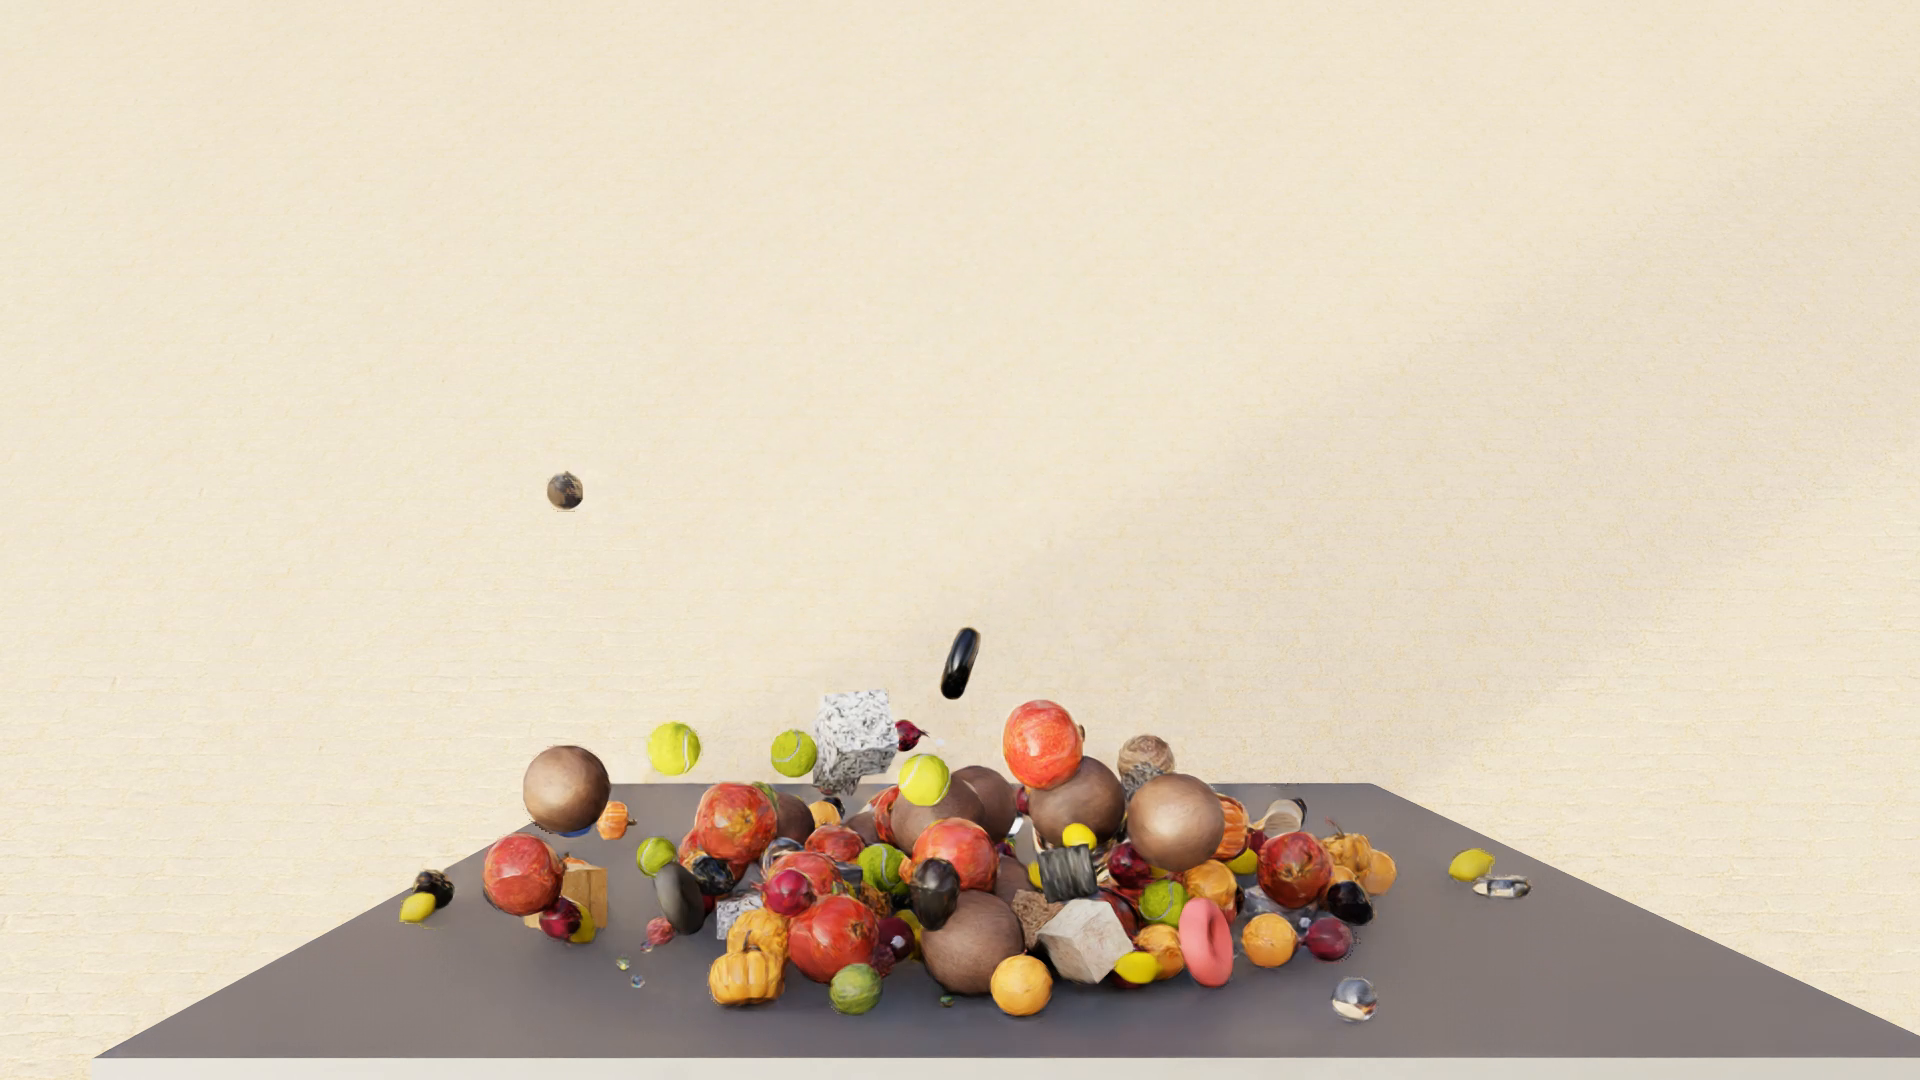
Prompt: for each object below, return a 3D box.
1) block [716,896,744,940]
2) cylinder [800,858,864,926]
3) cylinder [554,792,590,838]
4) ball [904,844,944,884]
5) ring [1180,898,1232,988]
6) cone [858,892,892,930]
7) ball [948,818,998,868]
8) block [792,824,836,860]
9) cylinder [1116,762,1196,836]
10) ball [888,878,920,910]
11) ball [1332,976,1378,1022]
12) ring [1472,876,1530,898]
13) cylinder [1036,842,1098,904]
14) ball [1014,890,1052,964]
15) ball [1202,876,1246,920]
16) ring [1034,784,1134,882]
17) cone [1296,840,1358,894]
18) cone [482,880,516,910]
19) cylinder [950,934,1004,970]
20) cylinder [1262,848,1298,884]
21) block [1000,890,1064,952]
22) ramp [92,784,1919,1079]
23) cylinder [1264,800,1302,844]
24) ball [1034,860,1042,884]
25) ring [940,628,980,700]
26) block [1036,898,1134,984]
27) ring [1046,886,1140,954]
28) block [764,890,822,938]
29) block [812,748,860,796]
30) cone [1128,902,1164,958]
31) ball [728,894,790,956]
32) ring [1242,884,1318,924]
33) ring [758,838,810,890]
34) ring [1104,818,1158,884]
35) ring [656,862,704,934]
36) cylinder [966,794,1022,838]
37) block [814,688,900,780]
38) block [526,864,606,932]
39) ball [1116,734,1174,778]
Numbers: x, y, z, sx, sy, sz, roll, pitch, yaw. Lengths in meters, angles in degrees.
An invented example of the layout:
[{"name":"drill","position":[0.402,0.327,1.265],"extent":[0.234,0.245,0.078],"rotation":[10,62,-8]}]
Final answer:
[{"name":"block","position":[-0.318,0.545,3.737],"extent":[0.055,0.055,0.055],"rotation":[0,-1,8]},{"name":"cylinder","position":[-0.178,0.488,3.591],"extent":[0.079,0.079,0.079],"rotation":[8,0,0]},{"name":"cylinder","position":[-0.699,0.496,4.678],"extent":[0.060,0.060,0.060],"rotation":[-4,57,-7]},{"name":"ball","position":[-0.060,0.552,4.412],"extent":[0.068,0.068,0.068],"rotation":[0,33,0]},{"name":"ring","position":[0.308,0.503,3.240],"extent":[0.038,0.114,0.114],"rotation":[-16,27,23]},{"name":"cone","position":[-0.135,0.538,3.788],"extent":[0.056,0.056,0.056],"rotation":[5,33,14]},{"name":"ball","position":[0.023,0.547,4.680],"extent":[0.089,0.089,0.089],"rotation":[0,33,0]},{"name":"block","position":[-0.254,0.529,4.446],"extent":[0.054,0.054,0.054],"rotation":[15,40,-35]},{"name":"cylinder","position":[0.268,0.352,3.533],"extent":[0.077,0.077,0.077],"rotation":[31,17,-34]},{"name":"ball","position":[-0.088,0.552,4.039],"extent":[0.050,0.050,0.050],"rotation":[0,33,0]},{"name":"ball","position":[0.455,0.531,2.994],"extent":[0.053,0.053,0.053],"rotation":[0,33,0]},{"name":"ring","position":[0.887,0.567,4.250],"extent":[0.092,0.031,0.092],"rotation":[1,-3,0]},{"name":"cylinder","position":[0.135,0.419,3.260],"extent":[0.065,0.065,0.065],"rotation":[-12,33,4]},{"name":"ball","position":[0.119,0.517,3.463],"extent":[0.099,0.099,0.099],"rotation":[0,33,0]},{"name":"ball","position":[0.396,0.540,3.901],"extent":[0.066,0.066,0.066],"rotation":[0,33,0]},{"name":"ring","position":[0.170,0.406,3.582],"extent":[0.144,0.048,0.144],"rotation":[-6,72,17]},{"name":"cone","position":[0.613,0.545,4.230],"extent":[0.092,0.092,0.092],"rotation":[-27,26,-35]},{"name":"cone","position":[-0.723,0.567,4.066],"extent":[0.052,0.052,0.052],"rotation":[-6,19,-9]},{"name":"cylinder","position":[0.022,0.532,3.325],"extent":[0.053,0.053,0.053],"rotation":[-20,-1,-28]},{"name":"cylinder","position":[0.547,0.555,4.430],"extent":[0.060,0.060,0.060],"rotation":[1,33,7]},{"name":"block","position":[0.101,0.490,3.331],"extent":[0.059,0.059,0.059],"rotation":[26,5,39]},{"name":"ramp","position":[0.074,0.643,4.764],"extent":[2.000,0.100,4.000],"rotation":[0,-1,0]},{"name":"cylinder","position":[0.546,0.476,4.378],"extent":[0.059,0.059,0.059],"rotation":[7,17,10]},{"name":"ball","position":[0.152,0.558,4.389],"extent":[0.055,0.055,0.055],"rotation":[0,33,0]},{"name":"ring","position":[0.000,0.189,3.974],"extent":[0.039,0.117,0.117],"rotation":[18,35,3]},{"name":"block","position":[0.156,0.498,3.225],"extent":[0.071,0.071,0.071],"rotation":[-38,19,-31]},{"name":"ring","position":[0.170,0.510,3.387],"extent":[0.131,0.131,0.044],"rotation":[-3,28,-5]},{"name":"block","position":[-0.237,0.529,3.679],"extent":[0.061,0.061,0.061],"rotation":[-2,-13,30]},{"name":"block","position":[-0.200,0.366,4.276],"extent":[0.069,0.069,0.069],"rotation":[15,31,-14]},{"name":"cone","position":[0.246,0.531,3.554],"extent":[0.070,0.070,0.070],"rotation":[3,1,0]},{"name":"ball","position":[-0.274,0.526,3.544],"extent":[0.084,0.084,0.084],"rotation":[0,33,0]},{"name":"ring","position":[0.482,0.552,3.927],"extent":[0.121,0.040,0.121],"rotation":[2,8,0]},{"name":"ring","position":[-0.269,0.498,3.982],"extent":[0.083,0.083,0.028],"rotation":[-15,-8,-21]},{"name":"ring","position":[0.243,0.468,4.034],"extent":[0.134,0.134,0.045],"rotation":[11,6,16]},{"name":"ring","position":[-0.394,0.505,3.658],"extent":[0.035,0.106,0.106],"rotation":[-23,32,12]},{"name":"cylinder","position":[0.070,0.557,5.249],"extent":[0.081,0.081,0.081],"rotation":[2,28,39]},{"name":"block","position":[-0.149,0.278,3.702],"extent":[0.090,0.090,0.090],"rotation":[-5,60,-18]},{"name":"block","position":[-0.586,0.531,3.861],"extent":[0.087,0.087,0.087],"rotation":[1,-2,-40]},{"name":"ball","position":[0.312,0.375,4.363],"extent":[0.097,0.097,0.097],"rotation":[0,33,0]}]
